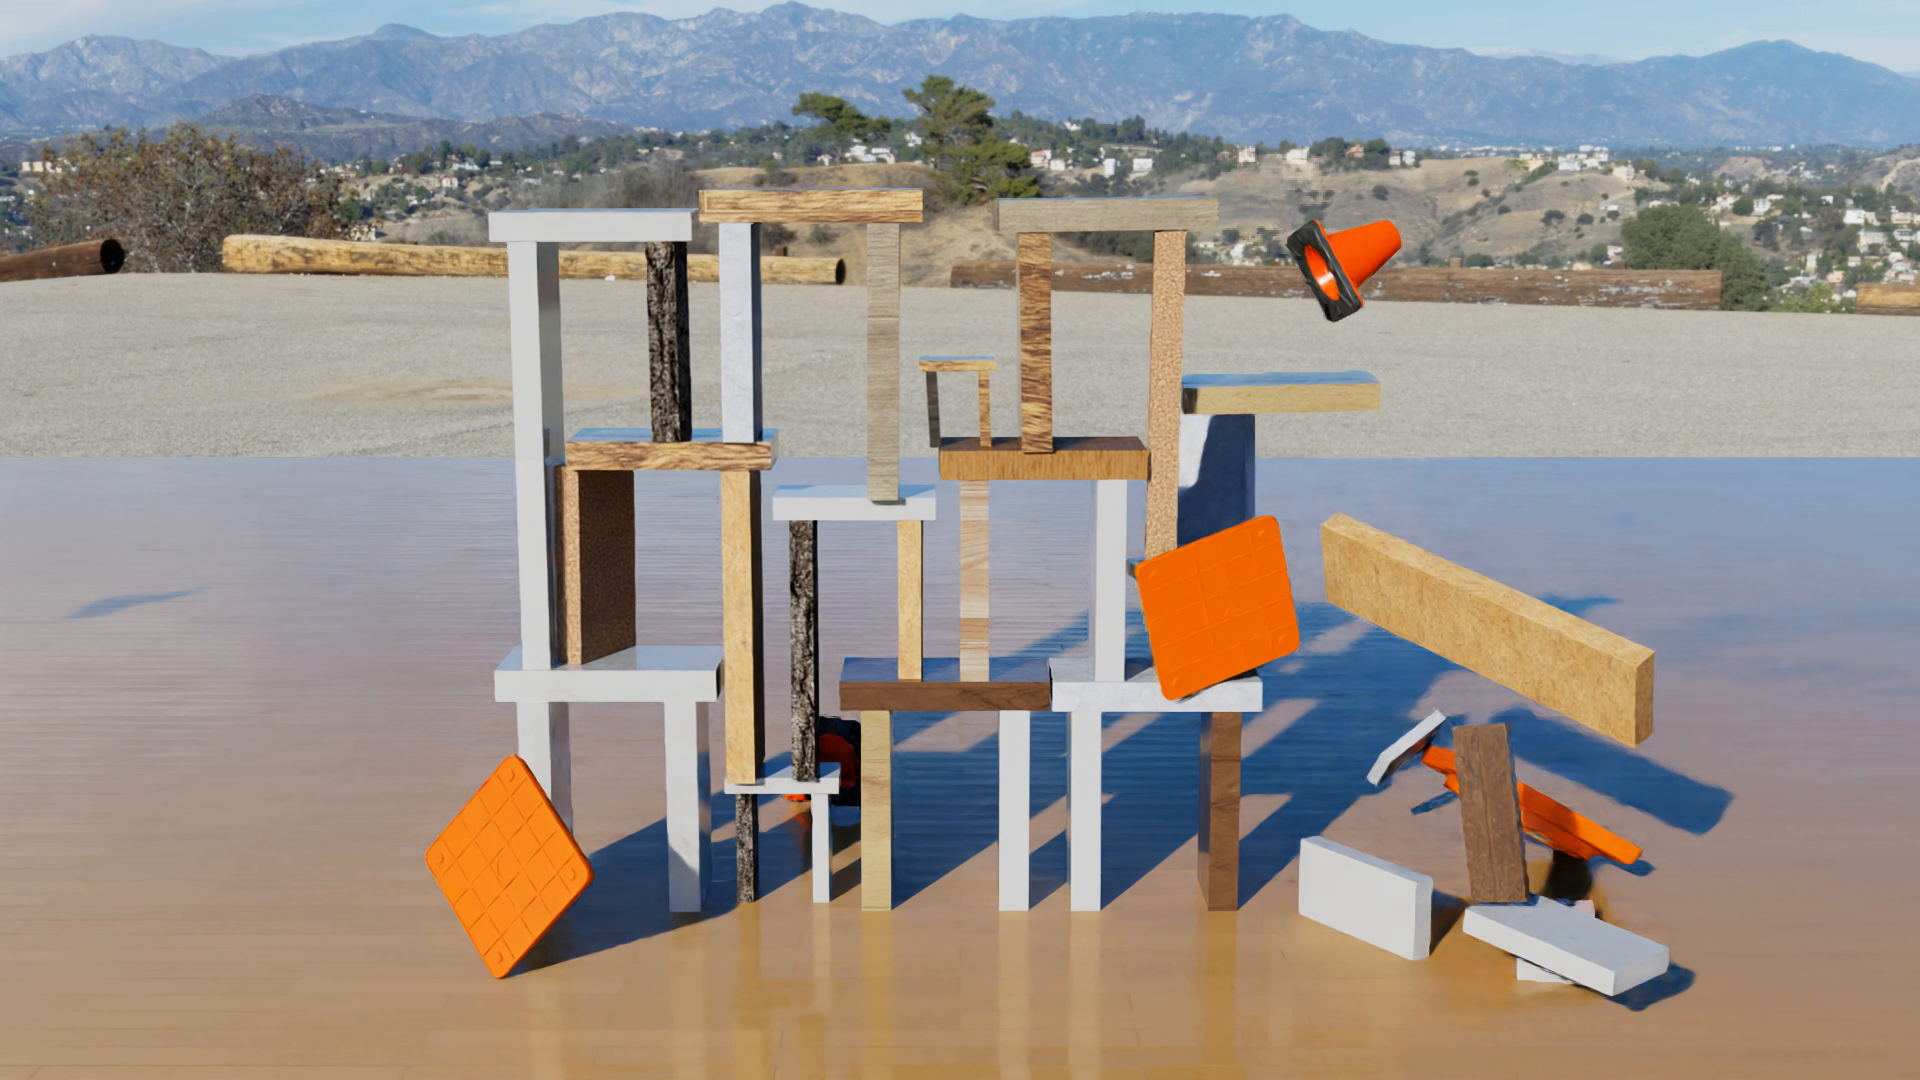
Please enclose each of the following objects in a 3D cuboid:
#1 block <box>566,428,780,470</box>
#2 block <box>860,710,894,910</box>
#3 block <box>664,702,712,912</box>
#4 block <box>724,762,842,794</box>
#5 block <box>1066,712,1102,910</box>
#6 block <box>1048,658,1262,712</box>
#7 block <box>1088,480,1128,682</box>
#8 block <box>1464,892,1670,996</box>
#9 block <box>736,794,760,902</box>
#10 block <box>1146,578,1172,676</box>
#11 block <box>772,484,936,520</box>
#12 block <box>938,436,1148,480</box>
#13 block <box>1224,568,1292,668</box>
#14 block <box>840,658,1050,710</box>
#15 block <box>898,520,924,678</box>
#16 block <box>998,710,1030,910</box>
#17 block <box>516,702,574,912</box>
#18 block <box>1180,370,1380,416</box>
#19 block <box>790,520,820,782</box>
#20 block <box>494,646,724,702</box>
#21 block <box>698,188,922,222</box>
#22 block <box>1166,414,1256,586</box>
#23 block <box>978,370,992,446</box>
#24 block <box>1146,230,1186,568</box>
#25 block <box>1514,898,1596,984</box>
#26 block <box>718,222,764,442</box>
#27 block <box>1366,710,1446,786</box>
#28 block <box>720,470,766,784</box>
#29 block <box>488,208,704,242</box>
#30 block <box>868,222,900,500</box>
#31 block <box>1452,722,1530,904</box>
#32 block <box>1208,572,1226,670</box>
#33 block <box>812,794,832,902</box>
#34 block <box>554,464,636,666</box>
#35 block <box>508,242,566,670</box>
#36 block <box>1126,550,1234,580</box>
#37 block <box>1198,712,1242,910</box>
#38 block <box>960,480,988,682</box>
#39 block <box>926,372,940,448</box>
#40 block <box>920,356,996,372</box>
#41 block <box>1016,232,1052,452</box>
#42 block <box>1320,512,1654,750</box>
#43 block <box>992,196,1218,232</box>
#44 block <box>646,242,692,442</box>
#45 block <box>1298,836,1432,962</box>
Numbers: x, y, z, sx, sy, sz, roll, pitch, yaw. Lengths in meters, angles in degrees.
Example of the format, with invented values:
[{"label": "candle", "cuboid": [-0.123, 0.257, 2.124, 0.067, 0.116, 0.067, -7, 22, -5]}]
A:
[{"label": "block", "cuboid": [-0.459, -0.147, 3.538, 0.321, 0.046, 0.161, 0, 11, 0]}, {"label": "block", "cuboid": [-0.137, 0.424, 3.640, 0.048, 0.337, 0.168, 0, 11, 0]}, {"label": "block", "cuboid": [-0.448, 0.416, 3.637, 0.050, 0.354, 0.177, 0, 11, 0]}, {"label": "block", "cuboid": [-0.291, 0.393, 3.636, 0.186, 0.026, 0.093, 0, 10, 0]}, {"label": "block", "cuboid": [0.204, 0.425, 3.639, 0.048, 0.336, 0.168, 0, 11, 0]}, {"label": "block", "cuboid": [0.316, 0.236, 3.604, 0.336, 0.048, 0.168, 0, 11, 0]}, {"label": "block", "cuboid": [0.239, 0.051, 3.572, 0.046, 0.328, 0.163, 0, 11, -1]}, {"label": "block", "cuboid": [0.849, 0.562, 3.089, 0.126, 0.036, 0.253, -11, 19, -37]}, {"label": "block", "cuboid": [-0.353, 0.498, 3.656, 0.026, 0.186, 0.093, 0, 10, 1]}, {"label": "block", "cuboid": [0.324, 0.134, 3.583, 0.023, 0.159, 0.080, -4, 11, -2]}, {"label": "block", "cuboid": [-0.168, -0.061, 3.553, 0.258, 0.037, 0.129, 0, 11, -1]}, {"label": "block", "cuboid": [0.130, -0.132, 3.535, 0.327, 0.046, 0.163, 0, 11, -1]}, {"label": "block", "cuboid": [0.492, 0.128, 3.628, 0.022, 0.157, 0.078, 23, -6, -30]}, {"label": "block", "cuboid": [-0.024, 0.235, 3.605, 0.337, 0.048, 0.168, 0, 11, 0]}, {"label": "block", "cuboid": [-0.080, 0.084, 3.579, 0.037, 0.258, 0.129, 0, 11, 1]}, {"label": "block", "cuboid": [0.088, 0.424, 3.640, 0.048, 0.337, 0.168, 0, 11, 0]}, {"label": "block", "cuboid": [-0.684, 0.416, 3.637, 0.050, 0.354, 0.177, 0, 11, 0]}, {"label": "block", "cuboid": [0.518, -0.241, 3.588, 0.312, 0.044, 0.156, -1, 11, 3]}, {"label": "block", "cuboid": [-0.254, 0.168, 3.596, 0.037, 0.430, 0.129, 0, 10, 0]}, {"label": "block", "cuboid": [-0.566, 0.217, 3.600, 0.354, 0.050, 0.177, 0, 11, 0]}, {"label": "block", "cuboid": [-0.230, -0.528, 3.460, 0.342, 0.048, 0.171, 0, 11, -1]}, {"label": "block", "cuboid": [0.436, -0.082, 3.855, 0.156, 0.312, 0.044, -10, -28, 27]}, {"label": "block", "cuboid": [0.039, -0.213, 3.513, 0.017, 0.121, 0.060, -2, 11, 0]}, {"label": "block", "cuboid": [0.330, -0.233, 3.534, 0.048, 0.531, 0.169, 2, 10, 5]}, {"label": "block", "cuboid": [0.921, 0.617, 3.401, 0.126, 0.036, 0.253, 2, 13, 11]}, {"label": "block", "cuboid": [-0.347, -0.336, 3.497, 0.048, 0.342, 0.171, 0, 11, 0]}, {"label": "block", "cuboid": [0.780, 0.364, 3.842, 0.157, 0.078, 0.022, -31, 64, -32]}, {"label": "block", "cuboid": [-0.353, 0.127, 3.592, 0.046, 0.512, 0.161, 0, 10, 1]}, {"label": "block", "cuboid": [-0.570, -0.497, 3.466, 0.312, 0.044, 0.156, 0, 11, 0]}, {"label": "block", "cuboid": [-0.121, -0.291, 3.506, 0.048, 0.433, 0.171, 0, 11, -1]}, {"label": "block", "cuboid": [0.757, 0.389, 3.135, 0.078, 0.251, 0.022, -8, -5, 30]}, {"label": "block", "cuboid": [0.421, 0.128, 3.600, 0.023, 0.159, 0.080, 2, 5, 10]}, {"label": "block", "cuboid": [-0.229, 0.498, 3.655, 0.026, 0.186, 0.093, 0, 11, 0]}, {"label": "block", "cuboid": [-0.595, 0.029, 3.597, 0.046, 0.321, 0.161, 6, 12, 24]}, {"label": "block", "cuboid": [-0.674, -0.141, 3.532, 0.044, 0.679, 0.156, 0, 11, 2]}, {"label": "block", "cuboid": [0.355, 0.040, 3.574, 0.159, 0.023, 0.080, -5, 10, -8]}, {"label": "block", "cuboid": [0.428, 0.425, 3.639, 0.048, 0.336, 0.168, 0, 11, 0]}, {"label": "block", "cuboid": [0.023, 0.051, 3.572, 0.046, 0.327, 0.163, 0, 11, 0]}, {"label": "block", "cuboid": [-0.042, -0.212, 3.513, 0.017, 0.121, 0.060, -3, 11, 0]}, {"label": "block", "cuboid": [-0.005, -0.280, 3.500, 0.121, 0.017, 0.060, -1, 11, -1]}, {"label": "block", "cuboid": [0.117, -0.320, 3.491, 0.048, 0.338, 0.169, -1, 11, -1]}, {"label": "block", "cuboid": [0.799, 0.130, 3.380, 0.044, 0.156, 0.589, -34, 41, -28]}, {"label": "block", "cuboid": [0.226, -0.515, 3.473, 0.338, 0.048, 0.169, -1, 10, -3]}, {"label": "block", "cuboid": [-0.462, -0.322, 3.498, 0.044, 0.312, 0.156, 0, 11, 0]}, {"label": "block", "cuboid": [0.637, 0.563, 3.470, 0.036, 0.126, 0.253, -7, 13, -34]}]
